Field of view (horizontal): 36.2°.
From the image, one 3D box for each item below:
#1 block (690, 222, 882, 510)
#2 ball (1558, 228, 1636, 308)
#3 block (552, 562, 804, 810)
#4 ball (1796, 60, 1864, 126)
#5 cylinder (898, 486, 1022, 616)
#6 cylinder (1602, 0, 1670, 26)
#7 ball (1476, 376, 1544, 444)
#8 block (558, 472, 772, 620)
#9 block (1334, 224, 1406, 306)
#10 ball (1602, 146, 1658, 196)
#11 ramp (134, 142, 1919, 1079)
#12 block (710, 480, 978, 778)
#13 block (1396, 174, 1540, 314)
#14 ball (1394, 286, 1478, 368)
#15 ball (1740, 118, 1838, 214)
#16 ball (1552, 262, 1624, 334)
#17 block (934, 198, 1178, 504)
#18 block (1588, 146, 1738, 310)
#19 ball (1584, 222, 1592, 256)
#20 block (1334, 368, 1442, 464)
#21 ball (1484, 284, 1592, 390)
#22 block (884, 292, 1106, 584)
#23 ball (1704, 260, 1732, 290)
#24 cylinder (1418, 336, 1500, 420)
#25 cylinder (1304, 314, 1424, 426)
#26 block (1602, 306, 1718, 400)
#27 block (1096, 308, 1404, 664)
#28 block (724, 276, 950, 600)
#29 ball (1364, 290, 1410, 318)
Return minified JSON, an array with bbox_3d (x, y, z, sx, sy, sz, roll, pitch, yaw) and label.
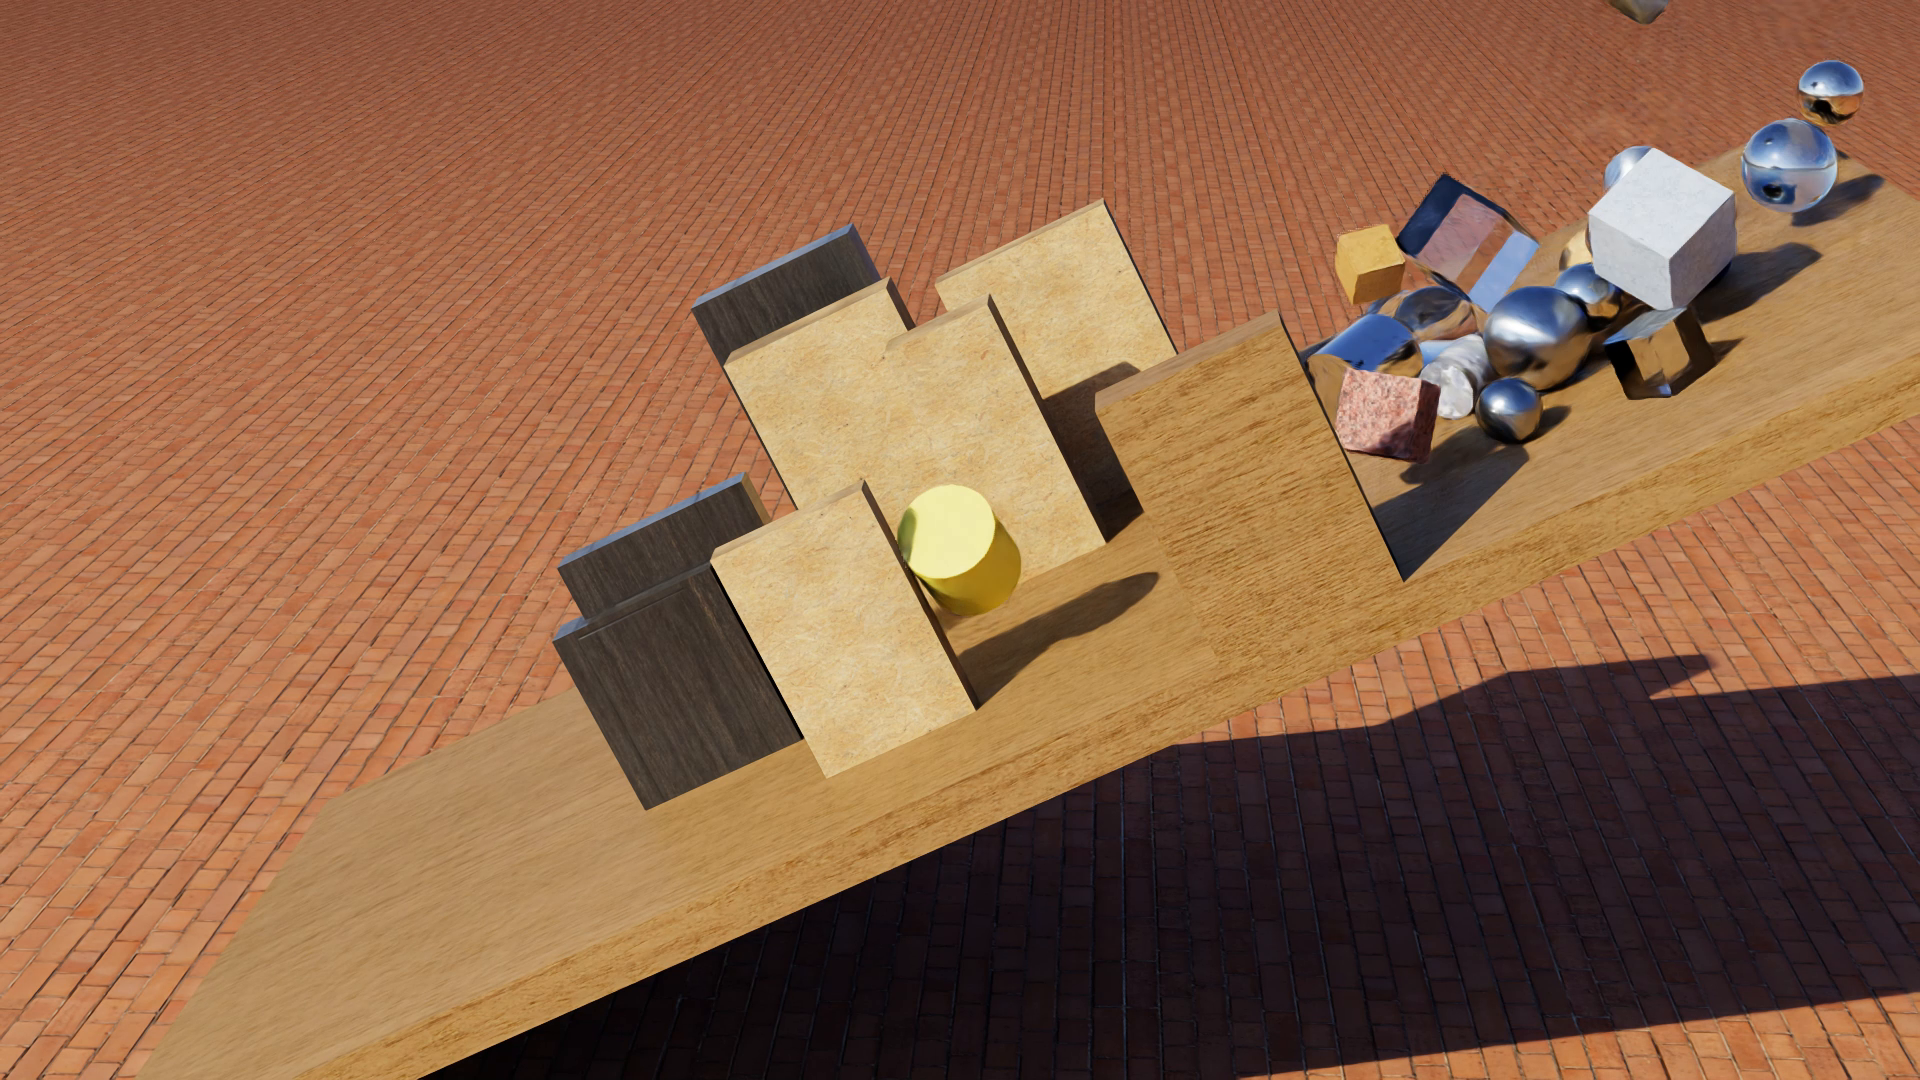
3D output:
[{"bbox_3d":[-0.265,-0.301,6.917,0.410,0.775,0.132,-25,14,10],"label":"block"},{"bbox_3d":[1.337,-0.565,6.118,0.182,0.182,0.182,0,16,0],"label":"ball"},{"bbox_3d":[-0.577,0.294,6.077,0.366,0.409,0.110,-25,14,10],"label":"block"},{"bbox_3d":[1.803,-0.925,6.093,0.137,0.137,0.137,0,16,0],"label":"ball"},{"bbox_3d":[0.000,0.021,5.697,0.194,0.194,0.194,6,-21,20],"label":"cylinder"},{"bbox_3d":[1.363,-1.123,5.948,0.120,0.120,0.120,27,10,-17],"label":"cylinder"},{"bbox_3d":[1.046,-0.246,5.599,0.128,0.128,0.128,0,16,0],"label":"ball"},{"bbox_3d":[-0.514,0.189,6.083,0.427,0.533,0.083,-25,14,10],"label":"block"},{"bbox_3d":[0.844,-0.567,6.058,0.105,0.105,0.105,-15,59,-8],"label":"block"},{"bbox_3d":[1.450,-0.760,6.265,0.159,0.159,0.159,0,16,0],"label":"ball"},{"bbox_3d":[0.138,0.168,6.281,4.000,0.100,2.000,-25,14,10],"label":"ramp"},{"bbox_3d":[-0.221,0.173,5.673,0.324,0.490,0.081,-25,14,10],"label":"block"},{"bbox_3d":[1.044,-0.609,6.064,0.179,0.179,0.179,39,6,38],"label":"block"},{"bbox_3d":[1.016,-0.453,6.294,0.184,0.184,0.184,0,16,0],"label":"ball"},{"bbox_3d":[1.691,-0.763,5.997,0.191,0.191,0.191,0,16,0],"label":"ball"},{"bbox_3d":[1.261,-0.486,5.915,0.144,0.144,0.144,0,16,0],"label":"ball"},{"bbox_3d":[0.267,-0.400,6.623,0.417,0.612,0.083,-25,14,10],"label":"block"},{"bbox_3d":[1.365,-0.595,5.707,0.194,0.194,0.194,-44,57,-13],"label":"block"},{"bbox_3d":[1.339,-0.616,5.964,0.140,0.140,0.140,0,16,0],"label":"ball"},{"bbox_3d":[0.812,-0.235,5.599,0.150,0.150,0.150,10,1,23],"label":"block"},{"bbox_3d":[1.141,-0.399,5.816,0.209,0.209,0.209,0,16,0],"label":"ball"},{"bbox_3d":[0.080,-0.211,6.340,0.244,0.581,0.132,-25,14,10],"label":"block"},{"bbox_3d":[1.489,-0.575,5.953,0.143,0.143,0.143,0,16,0],"label":"ball"},{"bbox_3d":[1.018,-0.331,5.969,0.128,0.128,0.128,13,37,37],"label":"cylinder"},{"bbox_3d":[0.852,-0.354,6.241,0.189,0.189,0.189,15,40,41],"label":"cylinder"},{"bbox_3d":[1.306,-0.348,5.491,0.124,0.124,0.124,-33,15,-25],"label":"block"},{"bbox_3d":[0.512,-0.093,5.215,0.355,0.515,0.138,-25,14,10],"label":"block"},{"bbox_3d":[-0.187,-0.192,6.573,0.400,0.676,0.141,-25,14,10],"label":"block"},{"bbox_3d":[0.969,-0.463,6.465,0.172,0.172,0.172,0,16,0],"label":"ball"}]
